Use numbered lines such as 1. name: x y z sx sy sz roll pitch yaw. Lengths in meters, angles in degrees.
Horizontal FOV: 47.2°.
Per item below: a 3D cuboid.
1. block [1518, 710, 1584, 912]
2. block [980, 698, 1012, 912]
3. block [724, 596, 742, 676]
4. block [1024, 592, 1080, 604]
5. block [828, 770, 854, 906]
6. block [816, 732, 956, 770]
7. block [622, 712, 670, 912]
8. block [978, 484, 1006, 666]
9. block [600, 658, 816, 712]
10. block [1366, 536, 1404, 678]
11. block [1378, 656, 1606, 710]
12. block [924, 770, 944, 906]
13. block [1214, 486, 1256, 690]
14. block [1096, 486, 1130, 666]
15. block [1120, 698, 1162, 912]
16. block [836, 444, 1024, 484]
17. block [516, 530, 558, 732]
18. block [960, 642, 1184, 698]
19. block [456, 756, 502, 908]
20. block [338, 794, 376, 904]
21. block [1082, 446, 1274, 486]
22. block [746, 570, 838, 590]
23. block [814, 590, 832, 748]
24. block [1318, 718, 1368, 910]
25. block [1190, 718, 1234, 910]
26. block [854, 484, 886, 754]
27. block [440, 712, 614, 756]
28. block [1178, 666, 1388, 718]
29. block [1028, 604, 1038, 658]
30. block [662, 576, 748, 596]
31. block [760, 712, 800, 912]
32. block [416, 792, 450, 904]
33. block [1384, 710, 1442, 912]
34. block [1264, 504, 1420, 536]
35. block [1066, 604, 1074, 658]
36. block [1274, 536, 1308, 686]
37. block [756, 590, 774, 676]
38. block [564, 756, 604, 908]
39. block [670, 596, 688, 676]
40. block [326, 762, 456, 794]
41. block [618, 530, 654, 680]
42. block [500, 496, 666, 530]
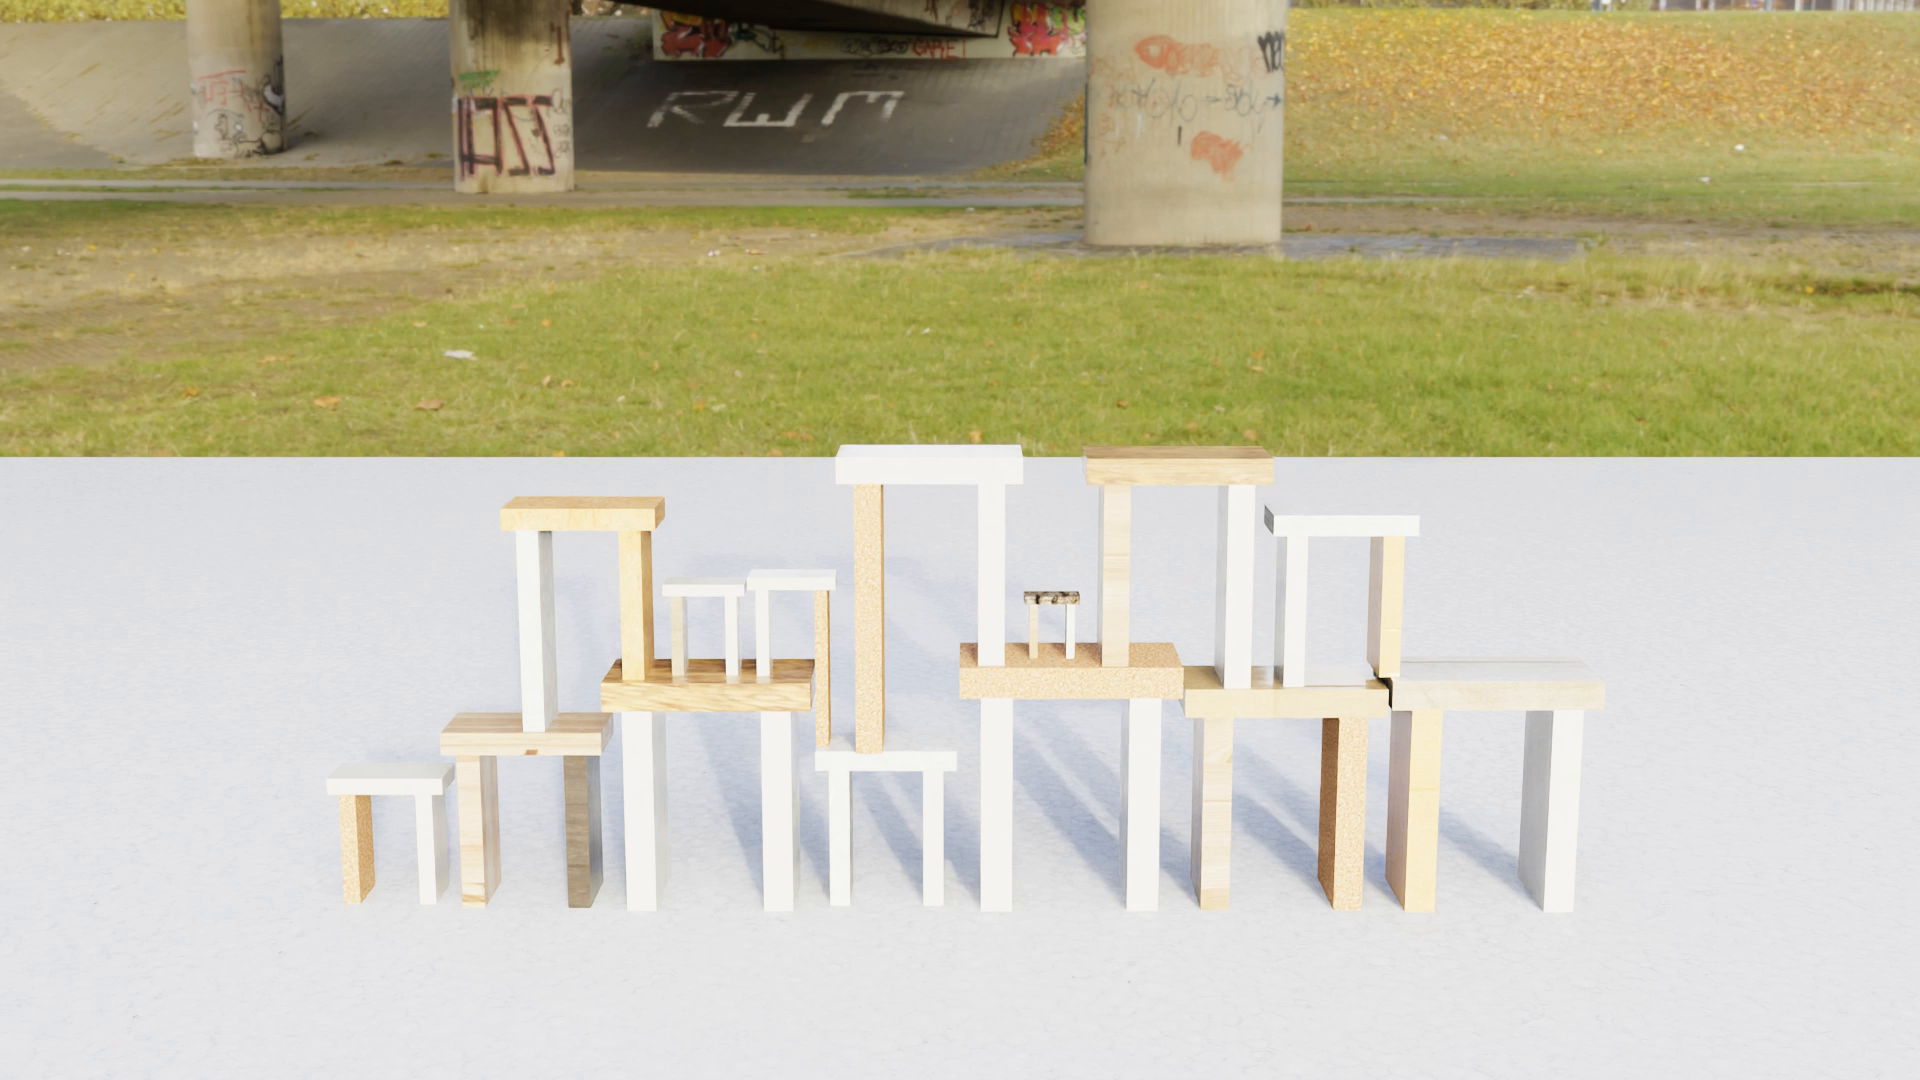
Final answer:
1. block: 0.975 0.424 3.634 0.048 0.339 0.170 0 11 0
2. block: 0.059 0.413 3.641 0.051 0.357 0.179 0 11 0
3. block: -0.370 0.149 3.588 0.019 0.131 0.066 0 11 0
4. block: 0.149 0.094 3.578 0.090 0.013 0.045 0 11 0
5. block: -0.197 0.477 3.648 0.033 0.230 0.115 0 11 0
6. block: -0.120 0.348 3.624 0.230 0.033 0.115 0 11 0
7. block: -0.519 0.425 3.639 0.047 0.335 0.167 0 11 0
8. block: 0.050 0.044 3.568 0.042 0.295 0.148 0 11 0
9. block: -0.407 0.237 3.604 0.335 0.047 0.167 0 11 0
10. block: 0.691 0.097 3.573 0.033 0.230 0.115 0 11 0
11. block: 0.861 0.234 3.598 0.339 0.048 0.170 0 11 0
12. block: -0.044 0.477 3.648 0.033 0.230 0.115 0 11 0
13. block: 0.445 0.063 3.568 0.042 0.331 0.147 0 11 0
14. block: 0.248 0.045 3.564 0.042 0.294 0.147 0 11 0
15. block: 0.297 0.413 3.641 0.051 0.357 0.179 0 11 0
16. block: -0.048 -0.122 3.538 0.295 0.042 0.148 0 11 0
17. block: -0.688 0.137 3.583 0.035 0.331 0.122 0 11 0
18. block: 0.178 0.213 3.604 0.357 0.051 0.179 0 11 0
19. block: -0.796 0.463 3.641 0.037 0.259 0.130 0 11 0
20. block: -1.000 0.499 3.648 0.027 0.187 0.094 0 11 0
21. block: 0.347 -0.120 3.534 0.294 0.042 0.147 0 11 0
22. block: -0.272 0.064 3.573 0.142 0.020 0.071 0 11 0
23. block: -0.224 0.203 3.599 0.020 0.262 0.071 0 11 0
24. block: 0.633 0.430 3.641 0.046 0.325 0.162 0 11 0
25. block: 0.416 0.430 3.641 0.046 0.325 0.162 0 11 0
26. block: -0.147 0.115 3.582 0.042 0.441 0.148 0 11 0
27. block: -0.709 0.318 3.614 0.259 0.037 0.130 0 11 0
28. block: 0.524 0.248 3.607 0.325 0.046 0.162 0 11 0
29. block: 0.119 0.144 3.587 0.013 0.090 0.045 0 11 0
30. block: -0.414 0.076 3.575 0.131 0.019 0.066 0 11 0
31. block: -0.296 0.425 3.639 0.047 0.335 0.167 0 11 0
32. block: -0.875 0.499 3.648 0.027 0.187 0.094 0 11 0
33. block: 0.748 0.424 3.634 0.048 0.339 0.170 0 11 0
34. block: 0.614 -0.033 3.549 0.230 0.033 0.115 0 11 0
35. block: 0.179 0.144 3.587 0.013 0.090 0.045 0 11 0
36. block: 0.537 0.105 3.574 0.033 0.247 0.115 0 11 0
37. block: -0.319 0.144 3.588 0.020 0.142 0.071 0 11 0
38. block: -0.623 0.463 3.641 0.037 0.259 0.130 0 11 0
39. block: -0.457 0.149 3.588 0.019 0.131 0.066 0 11 0
40. block: -0.938 0.394 3.629 0.187 0.027 0.094 0 11 0
41. block: -0.525 0.094 3.576 0.035 0.245 0.122 0 11 0
42. block: -0.607 -0.043 3.550 0.245 0.035 0.122 0 11 0
